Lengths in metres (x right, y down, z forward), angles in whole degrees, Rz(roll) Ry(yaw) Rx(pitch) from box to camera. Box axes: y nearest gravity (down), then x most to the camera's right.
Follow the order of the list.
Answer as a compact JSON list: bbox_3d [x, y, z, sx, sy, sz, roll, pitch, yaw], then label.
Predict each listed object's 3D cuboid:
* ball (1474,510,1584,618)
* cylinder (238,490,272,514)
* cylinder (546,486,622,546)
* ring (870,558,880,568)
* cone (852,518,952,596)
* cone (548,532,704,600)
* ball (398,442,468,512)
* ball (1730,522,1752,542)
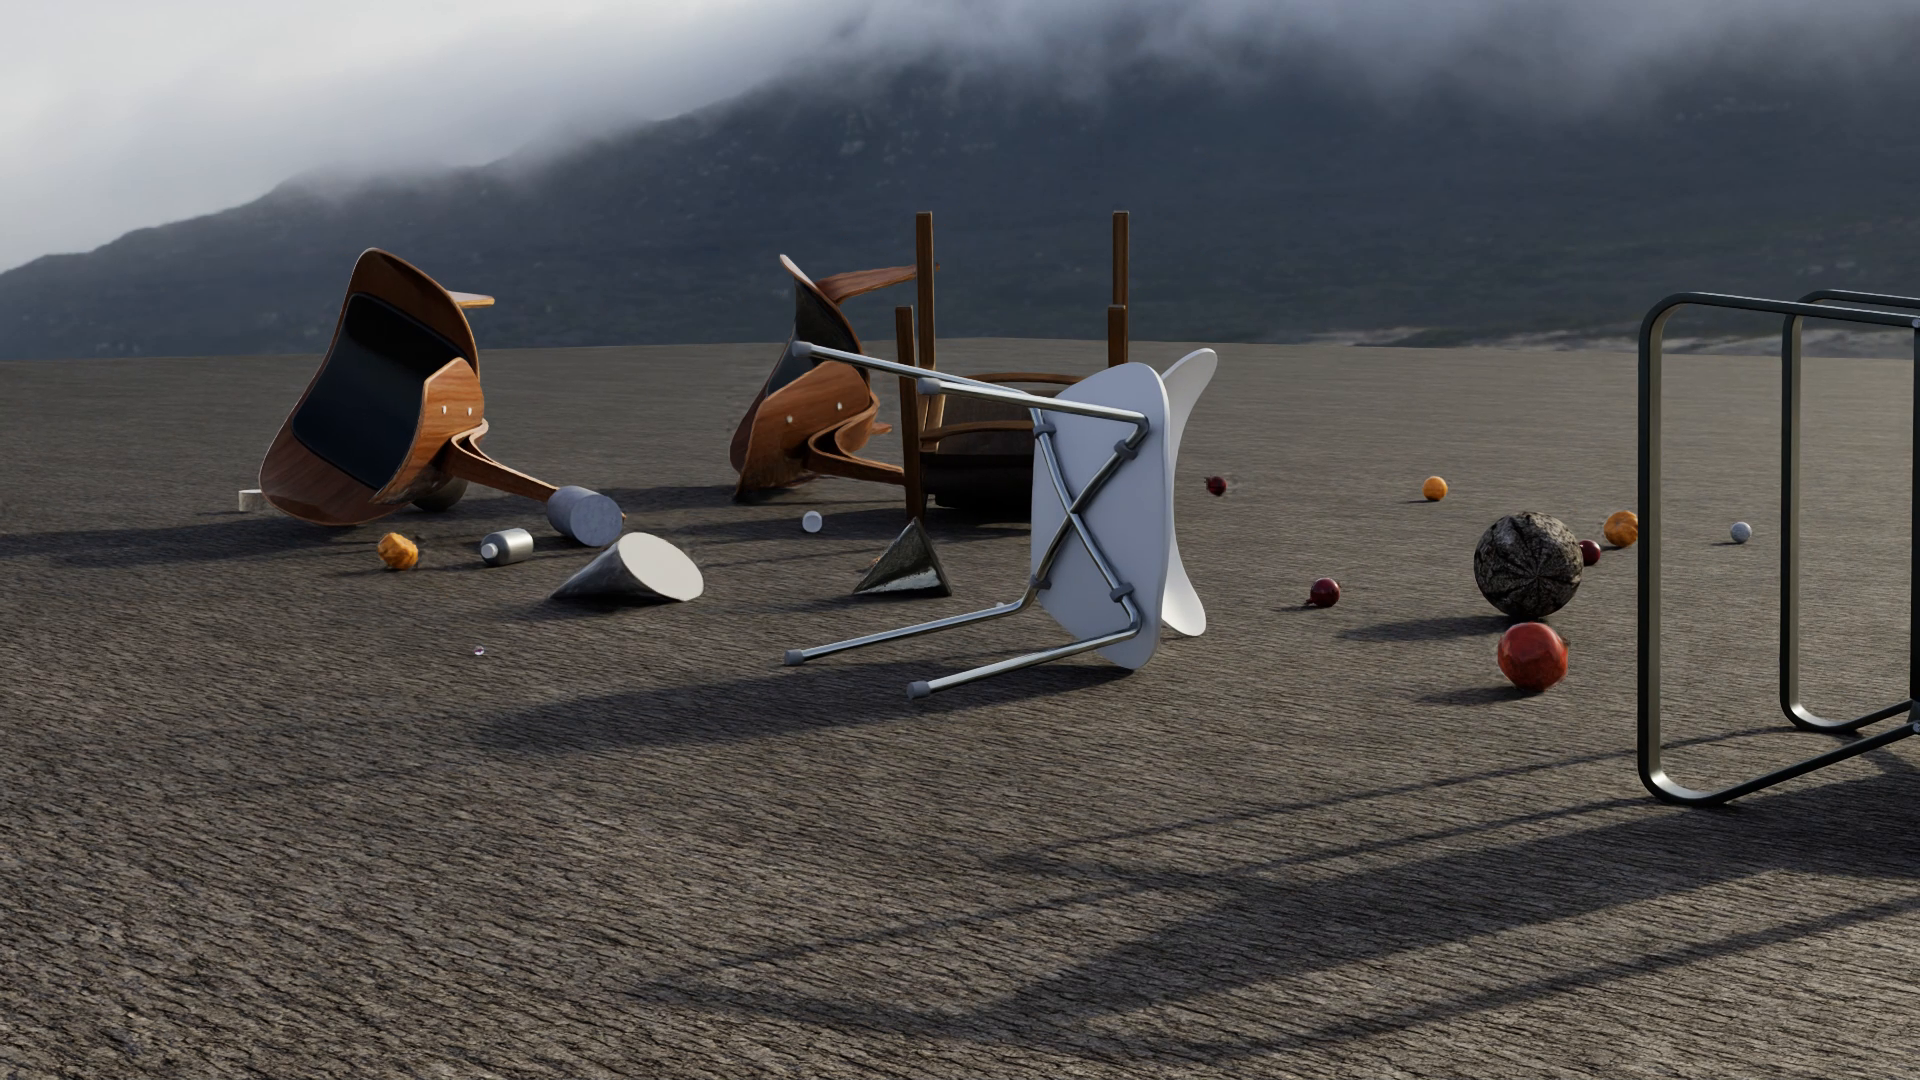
[{"bbox_3d":[1.094,0.048,4.936,0.207,0.207,0.207,0,6,0],"label":"ball"},{"bbox_3d":[-1.973,-0.108,7.185,0.090,0.057,0.094,1,6,14],"label":"cylinder"},{"bbox_3d":[-0.935,-0.061,6.376,0.132,0.128,0.282,26,-4,-21],"label":"cylinder"},{"bbox_3d":[-0.160,0.055,5.757,0.086,0.024,0.116,0,6,5],"label":"ring"},{"bbox_3d":[-0.140,0.073,5.312,0.190,0.179,0.122,-25,-4,4],"label":"cone"},{"bbox_3d":[-0.722,0.087,5.202,0.276,0.122,0.330,-15,-19,21],"label":"cone"},{"bbox_3d":[-1.476,-0.178,7.196,0.193,0.193,0.193,0,6,0],"label":"ball"},{"bbox_3d":[1.932,-0.019,6.348,0.051,0.051,0.051,0,6,0],"label":"ball"}]
